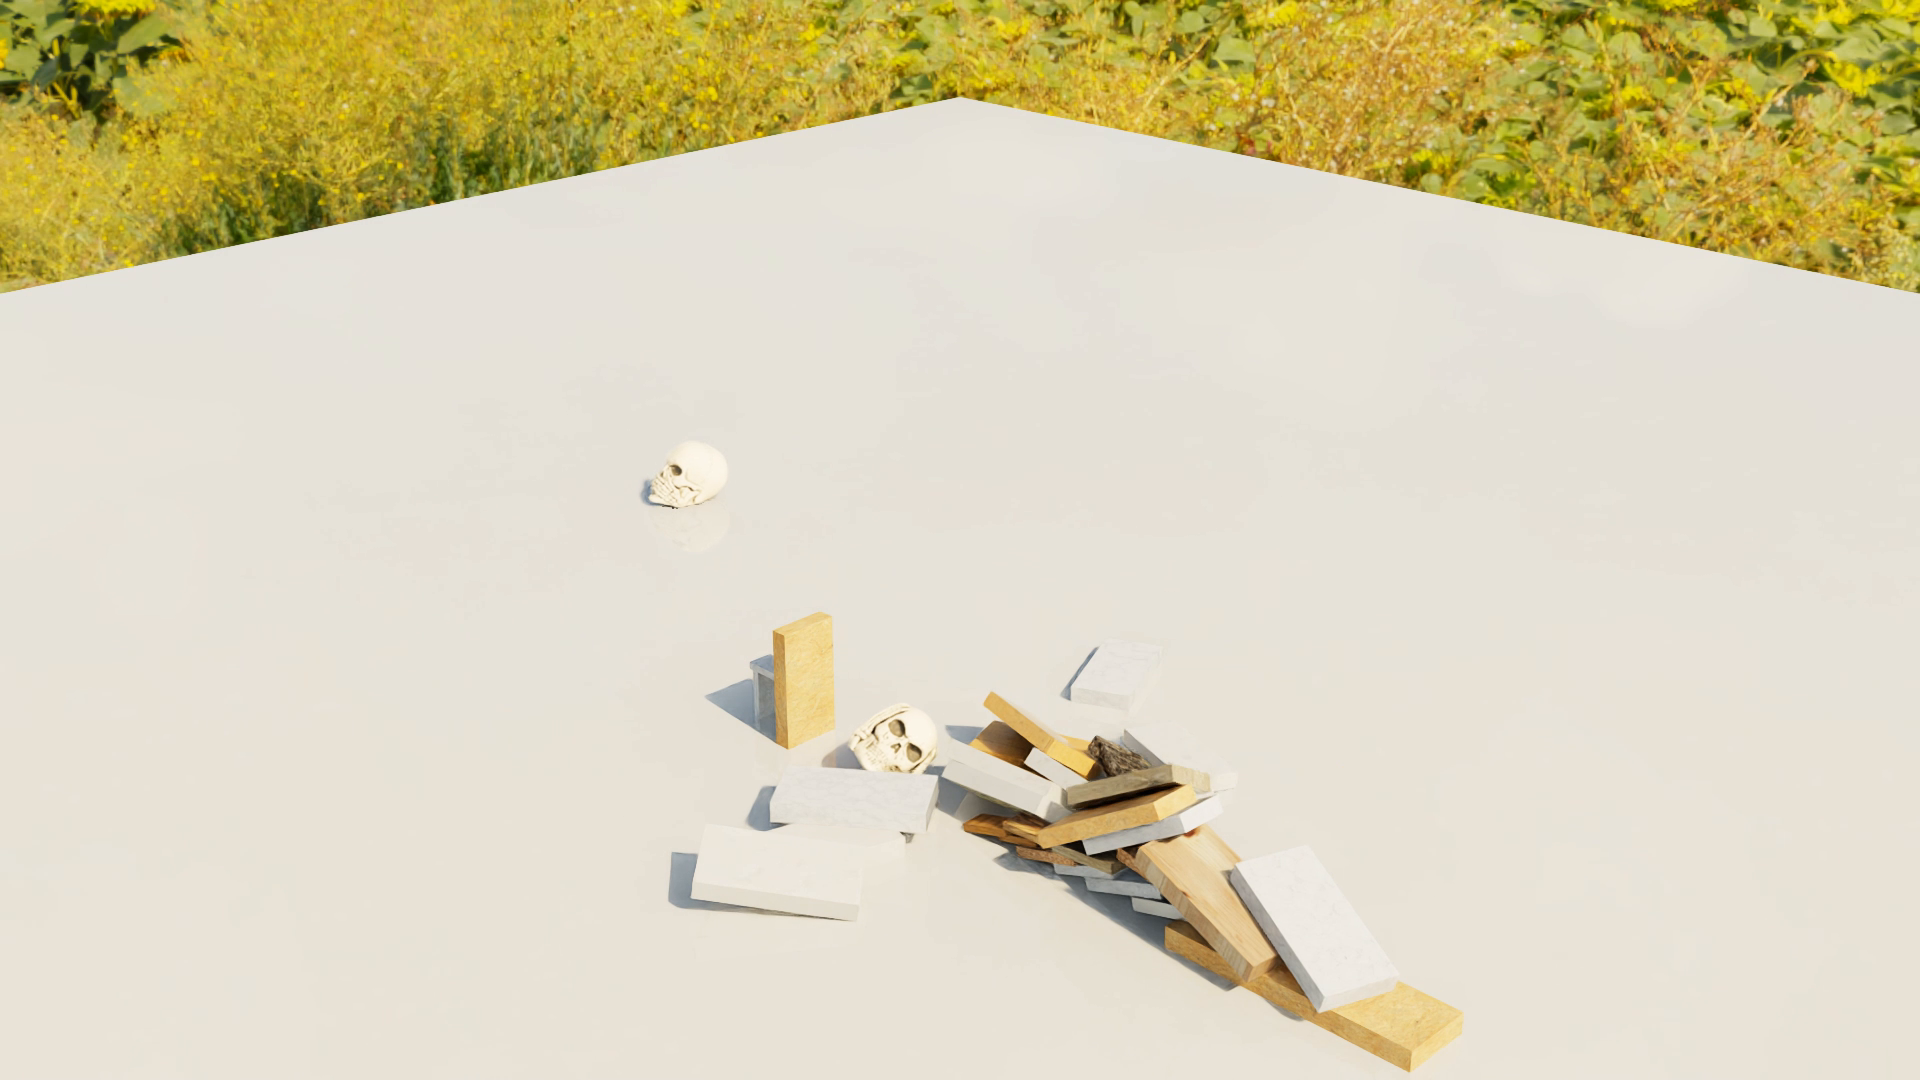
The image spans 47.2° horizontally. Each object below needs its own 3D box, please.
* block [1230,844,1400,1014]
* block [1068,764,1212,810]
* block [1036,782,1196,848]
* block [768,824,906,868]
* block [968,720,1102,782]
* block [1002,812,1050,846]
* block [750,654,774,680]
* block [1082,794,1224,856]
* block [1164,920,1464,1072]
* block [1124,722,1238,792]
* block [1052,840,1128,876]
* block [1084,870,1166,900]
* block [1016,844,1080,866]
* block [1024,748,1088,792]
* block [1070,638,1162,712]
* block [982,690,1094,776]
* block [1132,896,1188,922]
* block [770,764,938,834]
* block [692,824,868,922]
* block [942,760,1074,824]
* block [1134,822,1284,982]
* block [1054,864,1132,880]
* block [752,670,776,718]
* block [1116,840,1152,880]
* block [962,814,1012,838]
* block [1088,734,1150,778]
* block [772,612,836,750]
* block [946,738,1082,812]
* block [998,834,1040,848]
[{"bbox_3d":[0.621,0.679,3.867,0.155,0.044,0.310,-11,44,-23],"label":"block"},{"bbox_3d":[0.338,0.472,4.158,0.245,0.035,0.122,-18,-26,37],"label":"block"},{"bbox_3d":[0.290,0.515,4.096,0.292,0.035,0.122,-21,-2,42],"label":"block"},{"bbox_3d":[-0.281,0.603,4.283,0.310,0.044,0.155,-13,26,-28],"label":"block"},{"bbox_3d":[0.166,0.452,4.646,0.270,0.038,0.135,11,25,23],"label":"block"},{"bbox_3d":[0.144,0.563,4.286,0.057,0.016,0.113,-20,26,-40],"label":"block"},{"bbox_3d":[-0.399,0.281,4.784,0.114,0.016,0.057,21,31,41],"label":"block"},{"bbox_3d":[0.355,0.528,4.068,0.245,0.035,0.122,-21,-2,43],"label":"block"},{"bbox_3d":[0.616,0.774,3.881,0.532,0.044,0.155,21,31,41],"label":"block"},{"bbox_3d":[0.462,0.458,4.623,0.126,0.036,0.252,-7,24,-26],"label":"block"},{"bbox_3d":[0.257,0.590,4.170,0.077,0.022,0.155,-20,24,-39],"label":"block"},{"bbox_3d":[0.338,0.637,4.143,0.097,0.028,0.194,-21,12,-40],"label":"block"},{"bbox_3d":[0.191,0.600,4.266,0.077,0.022,0.155,-21,15,-40],"label":"block"},{"bbox_3d":[0.262,0.508,4.399,0.269,0.038,0.135,29,-4,45],"label":"block"},{"bbox_3d":[0.358,0.303,4.997,0.135,0.038,0.270,8,24,19],"label":"block"},{"bbox_3d":[0.162,0.402,4.580,0.126,0.036,0.252,32,1,-37],"label":"block"},{"bbox_3d":[0.420,0.666,4.052,0.097,0.028,0.194,-21,14,-38],"label":"block"},{"bbox_3d":[-0.209,0.515,4.379,0.310,0.044,0.155,3,23,8],"label":"block"},{"bbox_3d":[-0.337,0.624,4.133,0.310,0.044,0.155,8,36,-2],"label":"block"},{"bbox_3d":[0.103,0.511,4.375,0.269,0.038,0.135,16,-12,45],"label":"block"},{"bbox_3d":[0.472,0.643,3.946,0.155,0.044,0.310,-19,49,-34],"label":"block"},{"bbox_3d":[0.261,0.619,4.209,0.077,0.022,0.155,-21,12,-40],"label":"block"},{"bbox_3d":[-0.426,0.331,4.835,0.016,0.114,0.057,21,31,41],"label":"block"},{"bbox_3d":[0.392,0.606,4.063,0.097,0.028,0.194,-20,35,-35],"label":"block"},{"bbox_3d":[0.067,0.567,4.367,0.113,0.016,0.057,1,17,44],"label":"block"},{"bbox_3d":[0.358,0.491,4.477,0.126,0.036,0.252,27,12,-25],"label":"block"},{"bbox_3d":[-0.333,0.301,4.707,0.038,0.270,0.135,21,31,40],"label":"block"},{"bbox_3d":[0.111,0.485,4.470,0.269,0.038,0.135,20,-10,39],"label":"block"},{"bbox_3d":[0.132,0.580,4.323,0.057,0.016,0.113,-20,14,-37],"label":"block"}]
